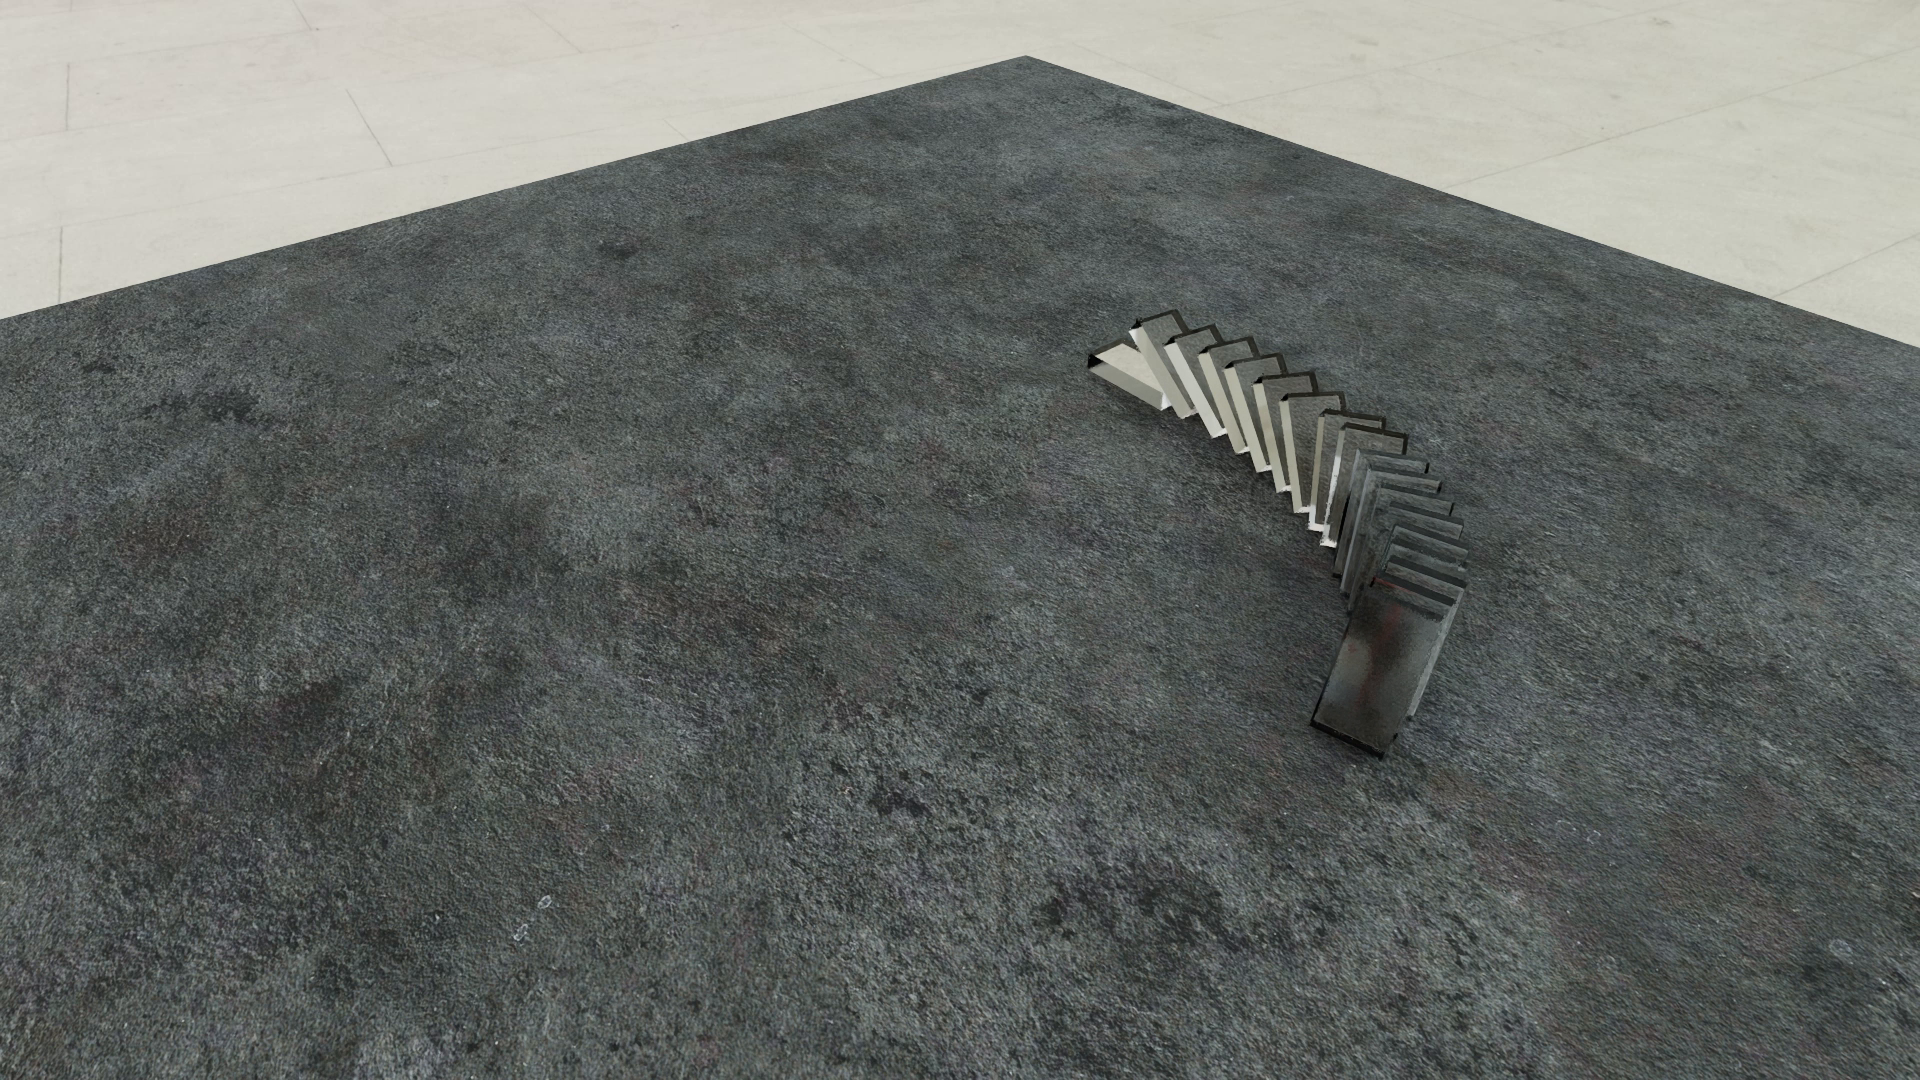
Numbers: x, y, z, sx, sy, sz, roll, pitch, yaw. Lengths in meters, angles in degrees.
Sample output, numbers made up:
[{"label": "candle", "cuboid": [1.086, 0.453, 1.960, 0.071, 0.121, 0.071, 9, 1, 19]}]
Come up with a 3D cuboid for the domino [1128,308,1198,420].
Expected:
[{"label": "domino", "cuboid": [0.104, -0.084, 0.525, 0.025, 0.010, 0.050, -22, 78, -28]}]

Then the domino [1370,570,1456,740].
[{"label": "domino", "cuboid": [0.142, 0.038, 0.365, 0.025, 0.050, 0.009, 24, 24, 27]}]

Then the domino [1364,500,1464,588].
[{"label": "domino", "cuboid": [0.160, 0.014, 0.395, 0.025, 0.050, 0.010, 18, 21, 20]}]

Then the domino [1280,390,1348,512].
[{"label": "domino", "cuboid": [0.152, -0.038, 0.466, 0.025, 0.009, 0.050, -3, 77, -4]}]

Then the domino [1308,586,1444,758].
[{"label": "domino", "cuboid": [0.135, 0.043, 0.359, 0.025, 0.050, 0.009, 24, 24, 27]}]

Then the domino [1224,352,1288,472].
[{"label": "domino", "cuboid": [0.138, -0.057, 0.491, 0.025, 0.010, 0.050, -12, 78, -14]}]

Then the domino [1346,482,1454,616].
[{"label": "domino", "cuboid": [0.161, 0.006, 0.404, 0.025, 0.050, 0.010, 14, 20, 16]}]

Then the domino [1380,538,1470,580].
[{"label": "domino", "cuboid": [0.153, 0.027, 0.378, 0.025, 0.050, 0.009, 23, 23, 25]}]

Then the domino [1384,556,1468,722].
[{"label": "domino", "cuboid": [0.149, 0.033, 0.371, 0.025, 0.050, 0.010, 23, 23, 25]}]

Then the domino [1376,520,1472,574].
[{"label": "domino", "cuboid": [0.157, 0.021, 0.386, 0.025, 0.050, 0.010, 23, 23, 25]}]

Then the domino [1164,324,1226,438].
[{"label": "domino", "cuboid": [0.118, -0.075, 0.514, 0.025, 0.010, 0.050, -20, 77, -22]}]

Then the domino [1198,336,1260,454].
[{"label": "domino", "cuboid": [0.130, -0.066, 0.502, 0.025, 0.010, 0.050, -15, 79, -18]}]

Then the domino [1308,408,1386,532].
[{"label": "domino", "cuboid": [0.160, -0.028, 0.454, 0.025, 0.009, 0.050, 9, 77, 4]}]

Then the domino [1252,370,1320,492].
[{"label": "domino", "cuboid": [0.146, -0.047, 0.479, 0.025, 0.009, 0.050, -7, 77, -9]}]

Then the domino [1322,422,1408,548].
[{"label": "domino", "cuboid": [0.163, -0.020, 0.442, 0.025, 0.009, 0.050, 12, 77, 5]}]

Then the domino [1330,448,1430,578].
[{"label": "domino", "cuboid": [0.160, -0.008, 0.421, 0.025, 0.050, 0.009, 10, 19, 12]}]

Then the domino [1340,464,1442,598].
[{"label": "domino", "cuboid": [0.161, -0.001, 0.413, 0.025, 0.050, 0.010, 11, 19, 13]}]

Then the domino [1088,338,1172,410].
[{"label": "domino", "cuboid": [0.090, -0.083, 0.545, 0.025, 0.010, 0.050, -28, 47, -30]}]
